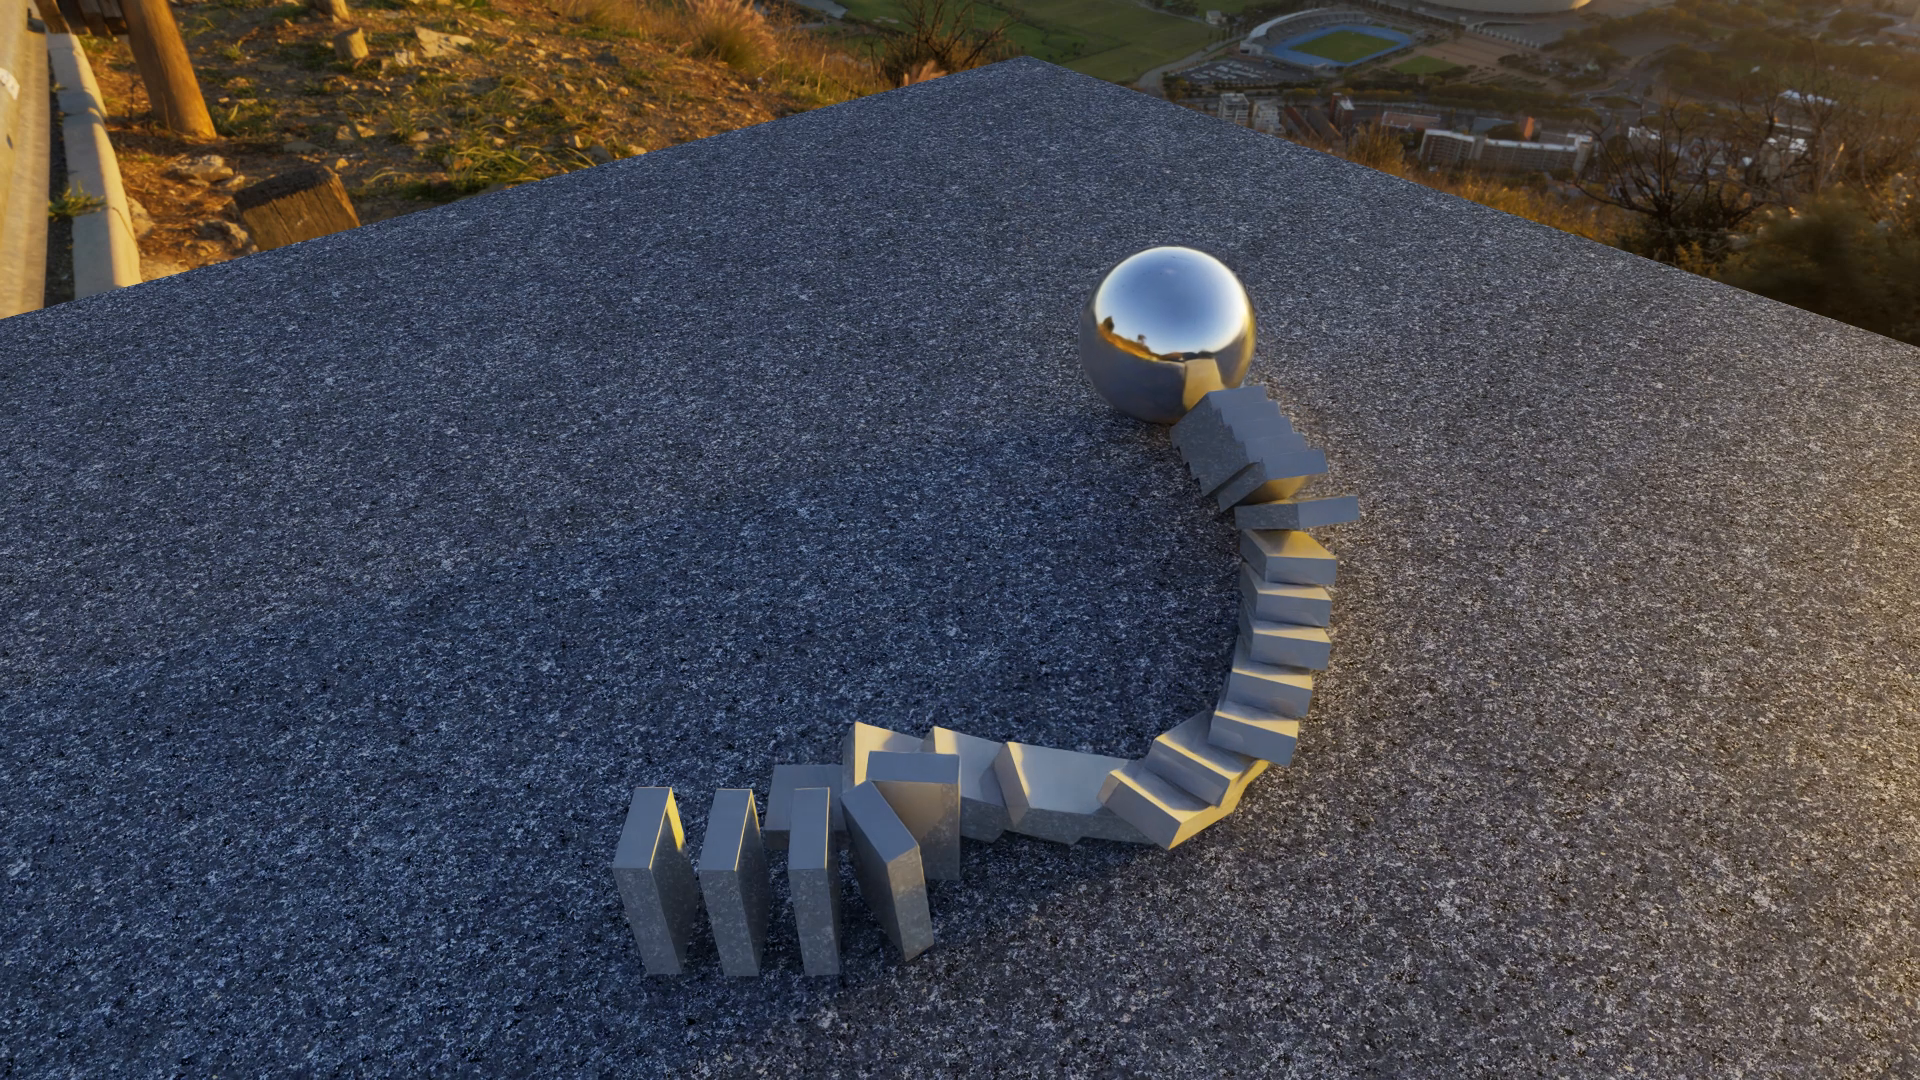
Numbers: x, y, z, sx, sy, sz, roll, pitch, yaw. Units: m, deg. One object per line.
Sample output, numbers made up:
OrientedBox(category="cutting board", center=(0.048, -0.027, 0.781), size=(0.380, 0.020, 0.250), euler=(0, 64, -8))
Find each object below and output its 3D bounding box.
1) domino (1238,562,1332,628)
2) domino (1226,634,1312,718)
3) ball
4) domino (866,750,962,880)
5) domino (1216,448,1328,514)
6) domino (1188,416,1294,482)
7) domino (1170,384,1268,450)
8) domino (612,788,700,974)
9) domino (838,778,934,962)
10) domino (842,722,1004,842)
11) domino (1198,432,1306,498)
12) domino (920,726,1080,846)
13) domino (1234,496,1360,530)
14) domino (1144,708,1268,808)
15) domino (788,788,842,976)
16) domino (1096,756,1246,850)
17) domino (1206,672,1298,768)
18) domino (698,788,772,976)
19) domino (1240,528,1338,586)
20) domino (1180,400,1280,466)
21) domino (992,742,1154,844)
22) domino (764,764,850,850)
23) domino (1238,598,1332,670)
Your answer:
OrientedBox(category="domino", center=(0.118, 0.019, 0.402), size=(0.025, 0.009, 0.050), euler=(6, 12, 7))
OrientedBox(category="domino", center=(0.104, 0.045, 0.370), size=(0.025, 0.010, 0.050), euler=(12, 12, 14))
OrientedBox(category="ball", center=(0.094, -0.093, 0.502), size=(0.080, 0.080, 0.080), euler=(0, 39, 0))
OrientedBox(category="domino", center=(-0.013, 0.079, 0.314), size=(0.025, 0.050, 0.010), euler=(2, 43, 2))
OrientedBox(category="domino", center=(0.125, -0.023, 0.444), size=(0.025, 0.050, 0.009), euler=(-8, 78, -9))
OrientedBox(category="domino", center=(0.117, -0.038, 0.461), size=(0.025, 0.050, 0.009), euler=(-8, 78, -10))
OrientedBox(category="domino", center=(0.112, -0.053, 0.480), size=(0.025, 0.050, 0.009), euler=(-8, 78, -10))
OrientedBox(category="domino", center=(-0.082, 0.093, 0.298), size=(0.009, 0.050, 0.025), euler=(1, 39, 1))
OrientedBox(category="domino", center=(-0.020, 0.091, 0.300), size=(0.010, 0.050, 0.025), euler=(-26, 46, -22))
OrientedBox(category="domino", center=(-0.011, 0.074, 0.336), size=(0.050, 0.010, 0.025), euler=(18, 37, -19))
OrientedBox(category="domino", center=(0.120, -0.030, 0.452), size=(0.025, 0.050, 0.010), euler=(-8, 78, -10))
OrientedBox(category="domino", center=(0.013, 0.075, 0.336), size=(0.050, 0.009, 0.025), euler=(18, 34, -20))
OrientedBox(category="domino", center=(0.131, -0.011, 0.433), size=(0.025, 0.009, 0.050), euler=(-7, 2, -13))
OrientedBox(category="domino", center=(0.079, 0.067, 0.343), size=(0.025, 0.010, 0.050), euler=(26, 16, 27))
OrientedBox(category="domino", center=(-0.039, 0.093, 0.298), size=(0.010, 0.050, 0.025), euler=(-2, 39, -3))
OrientedBox(category="domino", center=(0.064, 0.076, 0.331), size=(0.025, 0.010, 0.050), euler=(32, 18, 30))
OrientedBox(category="domino", center=(0.096, 0.057, 0.355), size=(0.025, 0.010, 0.050), euler=(15, 13, 16))
OrientedBox(category="domino", center=(-0.060, 0.093, 0.298), size=(0.010, 0.050, 0.025), euler=(1, 39, 1))
OrientedBox(category="domino", center=(0.124, 0.006, 0.419), size=(0.025, 0.009, 0.050), euler=(3, 12, 3))
OrientedBox(category="domino", center=(0.115, -0.045, 0.471), size=(0.025, 0.050, 0.010), euler=(-8, 78, -10))
OrientedBox(category="domino", center=(0.037, 0.077, 0.333), size=(0.050, 0.010, 0.025), euler=(13, 33, -26))
OrientedBox(category="domino", center=(-0.034, 0.083, 0.342), size=(0.050, 0.010, 0.025), euler=(0, 39, 0))
OrientedBox(category="domino", center=(0.113, 0.032, 0.386), size=(0.025, 0.010, 0.050), euler=(7, 11, 9))
